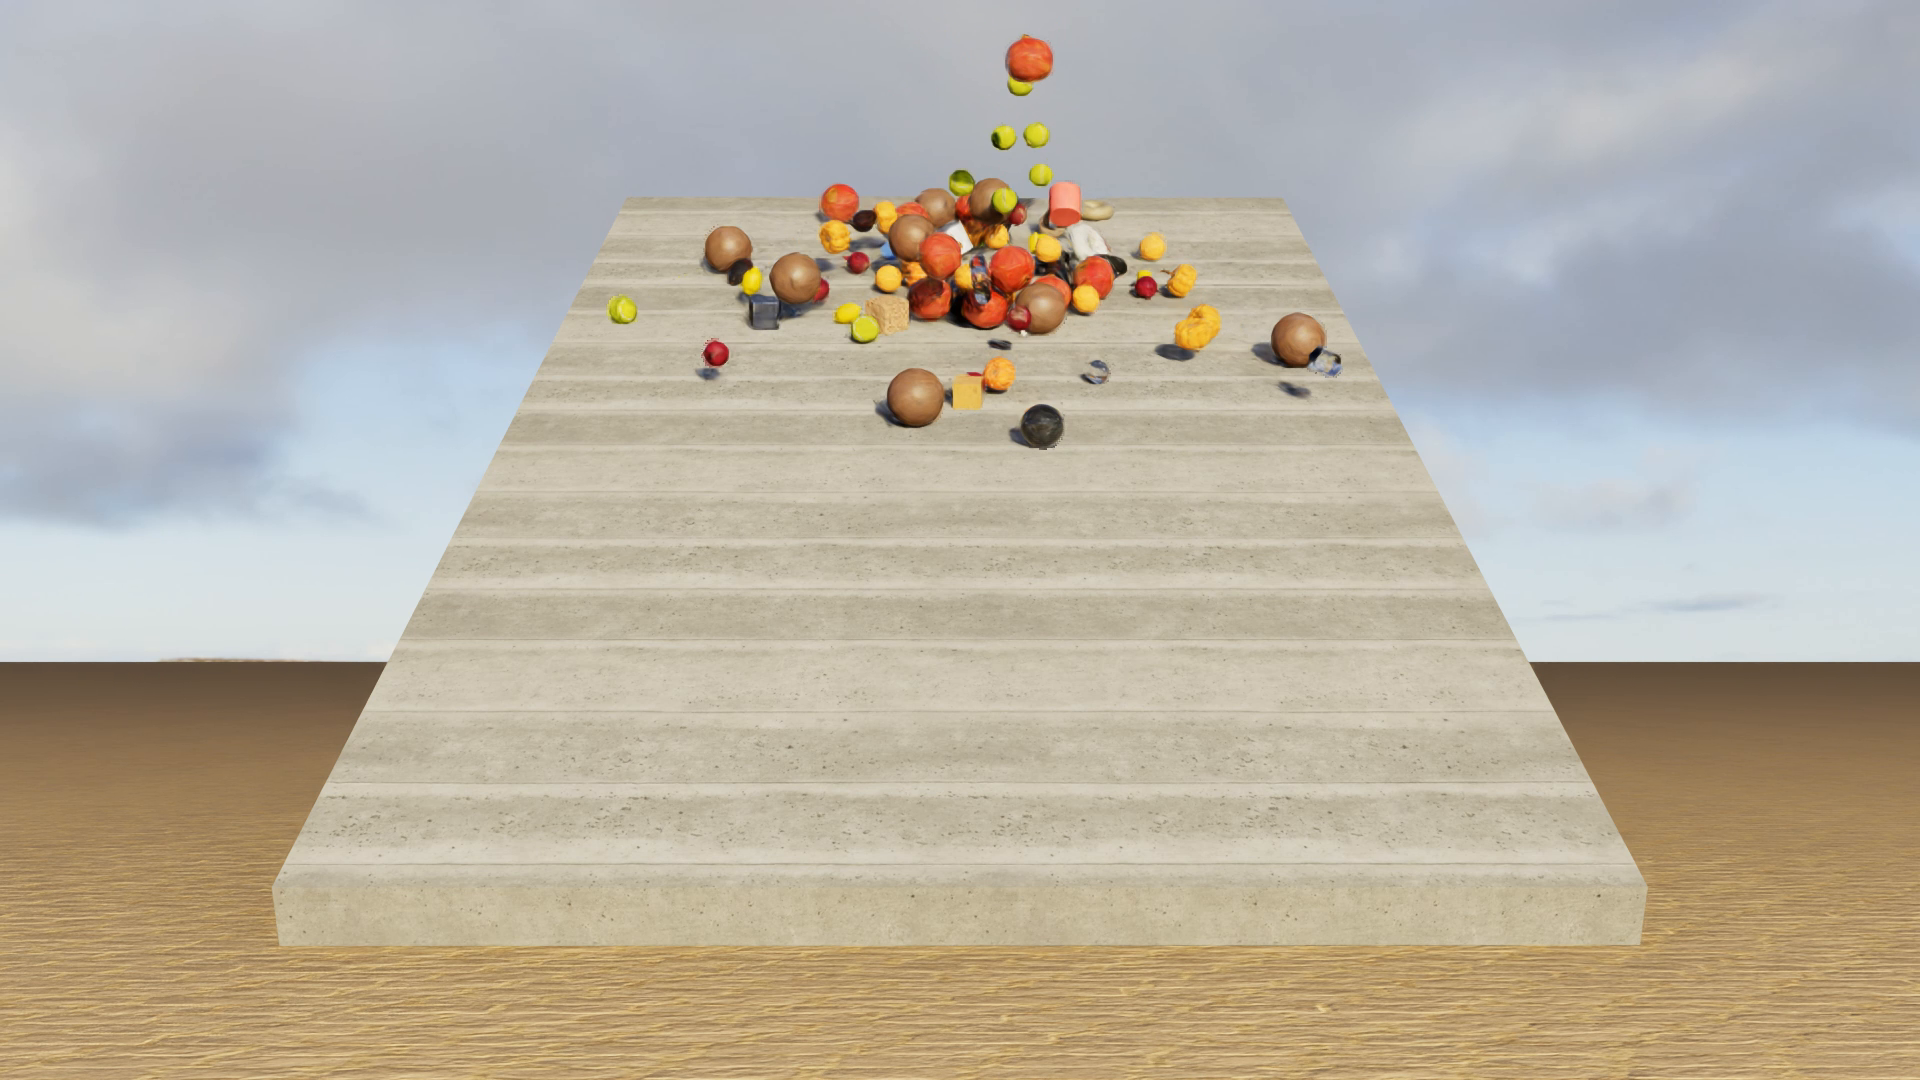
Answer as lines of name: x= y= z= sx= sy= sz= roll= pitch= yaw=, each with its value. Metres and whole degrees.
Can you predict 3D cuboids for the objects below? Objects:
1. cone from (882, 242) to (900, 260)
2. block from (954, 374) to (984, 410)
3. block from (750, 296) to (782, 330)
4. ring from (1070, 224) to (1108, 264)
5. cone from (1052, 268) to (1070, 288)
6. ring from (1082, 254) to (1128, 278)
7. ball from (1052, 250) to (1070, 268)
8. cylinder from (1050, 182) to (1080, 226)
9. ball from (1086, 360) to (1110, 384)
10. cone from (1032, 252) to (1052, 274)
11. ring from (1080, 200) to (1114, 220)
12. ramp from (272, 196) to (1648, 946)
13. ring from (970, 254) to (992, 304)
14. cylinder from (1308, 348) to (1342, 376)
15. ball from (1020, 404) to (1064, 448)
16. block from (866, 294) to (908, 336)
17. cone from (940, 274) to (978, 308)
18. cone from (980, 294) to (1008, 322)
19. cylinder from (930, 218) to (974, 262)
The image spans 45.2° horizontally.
cone: x=-0.183 y=-0.813 z=6.407 sx=0.054 sy=0.054 sz=0.054 roll=-1 pitch=29 yaw=25
block: x=0.019 y=-0.337 z=5.278 sx=0.062 sy=0.062 sz=0.062 roll=2 pitch=23 yaw=6
block: x=-0.490 y=-0.573 z=5.825 sx=0.071 sy=0.071 sz=0.071 roll=2 pitch=23 yaw=3
ring: x=0.352 y=-0.792 z=6.281 sx=0.048 sy=0.145 sz=0.145 roll=-28 pitch=-18 yaw=31
cone: x=0.281 y=-0.689 z=6.166 sx=0.050 sy=0.050 sz=0.050 roll=-29 pitch=-29 yaw=-18
ring: x=0.384 y=-0.726 z=6.123 sx=0.122 sy=0.041 sz=0.122 roll=5 pitch=-8 yaw=1
ball: x=0.276 y=-0.768 z=6.317 sx=0.052 sy=0.052 sz=0.052 roll=0 pitch=-3 yaw=0
cylinder: x=0.296 y=-0.948 z=6.514 sx=0.089 sy=0.089 sz=0.089 roll=1 pitch=-27 yaw=1
ball: x=0.323 y=-0.395 z=5.425 sx=0.055 sy=0.055 sz=0.055 roll=0 pitch=-3 yaw=0
cone: x=0.238 y=-0.752 z=6.281 sx=0.061 sy=0.061 sz=0.061 roll=-2 pitch=1 yaw=35
ring: x=0.393 y=-0.974 z=6.821 sx=0.123 sy=0.041 sz=0.123 roll=1 pitch=22 yaw=0
ramp: x=-0.007 y=-0.225 z=5.218 sx=2.000 sy=0.100 sz=4.000 roll=0 pitch=23 yaw=0
ring: x=0.051 y=-0.641 z=5.676 sx=0.041 sy=0.124 sz=0.124 roll=-8 pitch=-4 yaw=5
cylinder: x=0.825 y=-0.403 z=5.214 sx=0.054 sy=0.054 sz=0.054 roll=2 pitch=19 yaw=-41
ball: x=0.179 y=-0.248 z=5.023 sx=0.096 sy=0.096 sz=0.096 roll=0 pitch=-3 yaw=0
block: x=-0.184 y=-0.566 z=5.802 sx=0.076 sy=0.076 sz=0.076 roll=-20 pitch=30 yaw=-40
cone: x=0.013 y=-0.631 z=6.001 sx=0.092 sy=0.092 sz=0.092 roll=20 pitch=-12 yaw=-26
cone: x=0.086 y=-0.601 z=5.896 sx=0.070 sy=0.070 sz=0.070 roll=0 pitch=23 yaw=0
cylinder: x=-0.024 y=-0.826 z=6.357 sx=0.093 sy=0.093 sz=0.093 roll=-27 pitch=7 yaw=4
